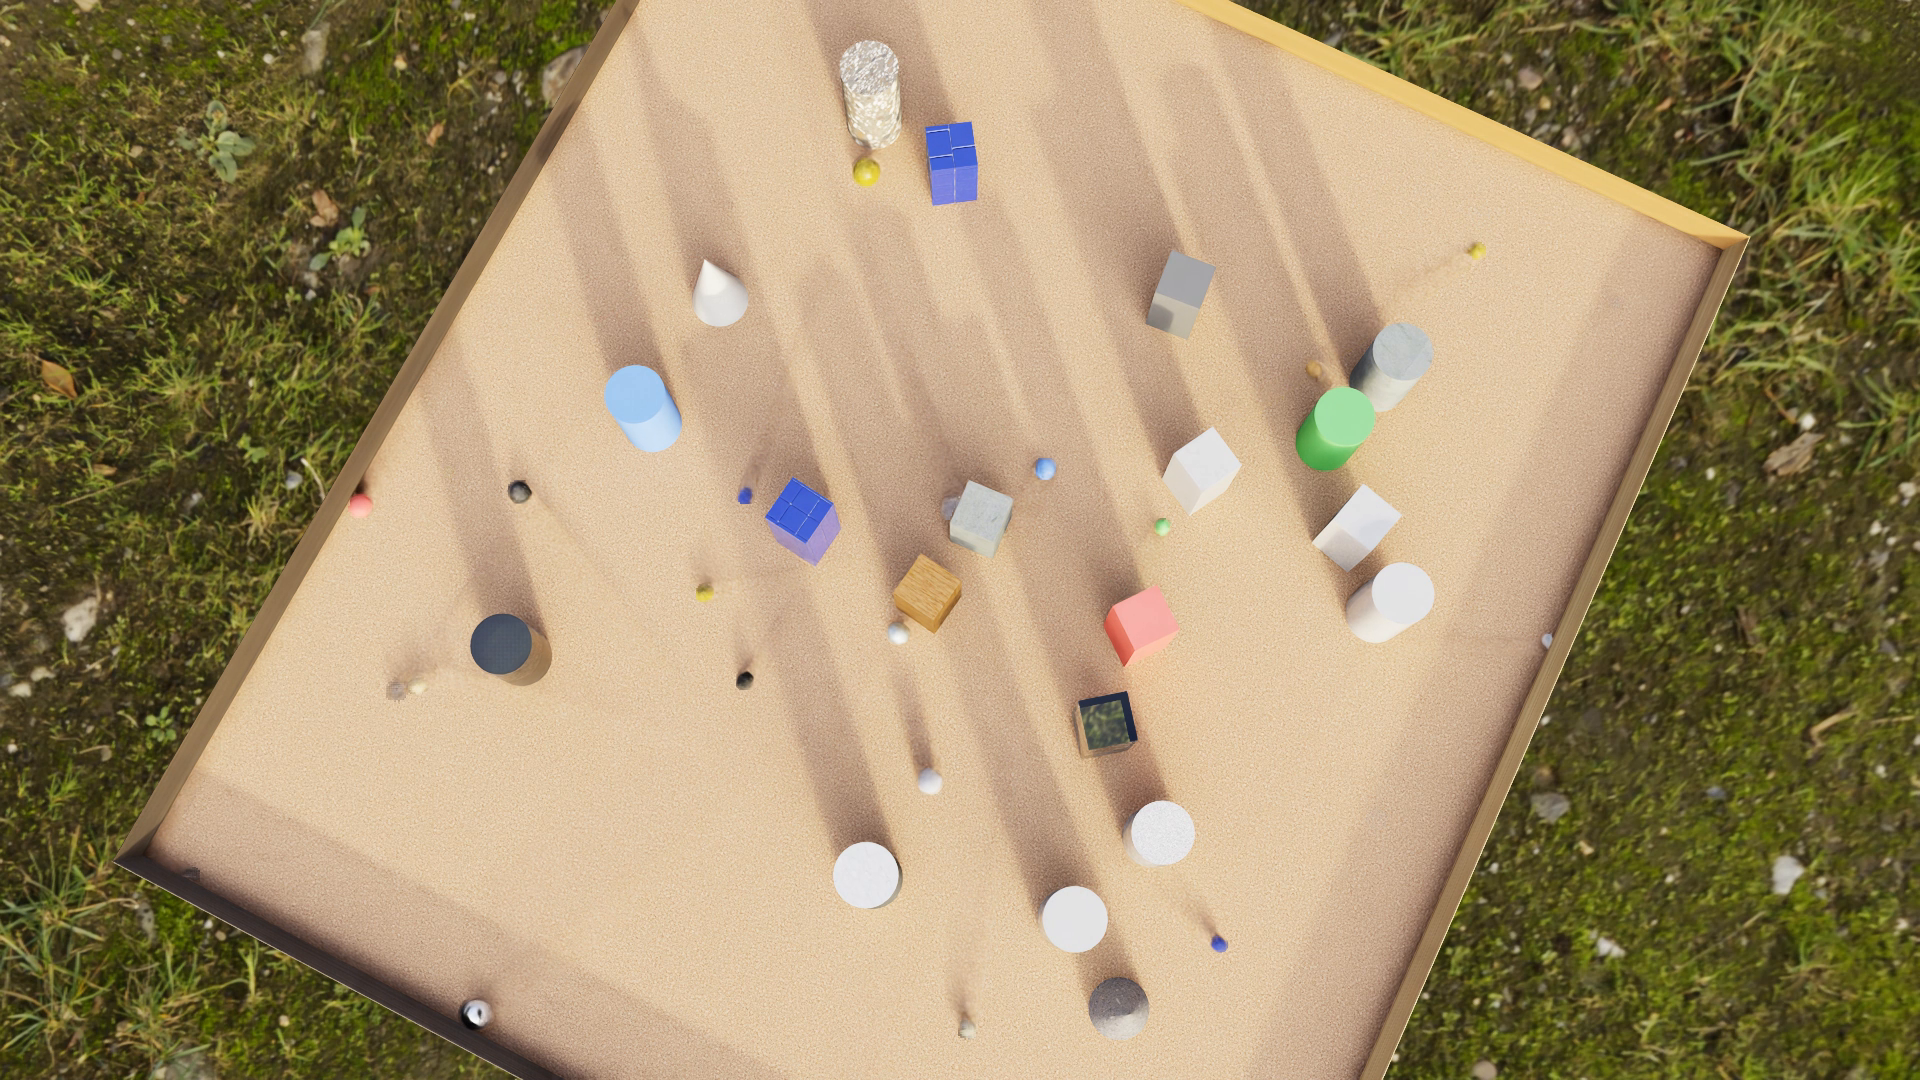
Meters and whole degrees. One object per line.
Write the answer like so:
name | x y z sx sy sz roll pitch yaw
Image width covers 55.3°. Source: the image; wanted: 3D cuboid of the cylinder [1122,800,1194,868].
cylinder | 0.570 0.851 5.288 0.178 0.298 0.178 0 78 0

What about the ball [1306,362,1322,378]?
ball | 1.103 -0.529 5.701 0.048 0.048 0.048 0 78 0

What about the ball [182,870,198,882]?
ball | -2.264 0.991 5.388 0.045 0.045 0.045 0 78 0

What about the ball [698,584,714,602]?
ball | -0.771 0.161 5.557 0.051 0.051 0.051 0 78 0

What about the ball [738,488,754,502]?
ball | -0.658 -0.137 5.622 0.045 0.045 0.045 0 78 0

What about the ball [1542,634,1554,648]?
ball | 1.778 0.306 5.532 0.041 0.041 0.041 0 78 0

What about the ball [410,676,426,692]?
ball | -1.628 0.435 5.502 0.048 0.048 0.048 0 78 0

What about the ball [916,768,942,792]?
ball | -0.091 0.712 5.431 0.074 0.074 0.074 0 78 0

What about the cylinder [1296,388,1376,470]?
cylinder | 1.129 -0.331 5.525 0.178 0.312 0.178 0 78 0

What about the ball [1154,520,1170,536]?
ball | 0.618 -0.037 5.601 0.045 0.045 0.045 0 78 0

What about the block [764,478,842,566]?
block | -0.462 -0.050 5.446 0.142 0.354 0.142 33 80 6

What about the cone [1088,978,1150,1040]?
cone | 0.463 1.330 5.169 0.178 0.337 0.178 0 78 0

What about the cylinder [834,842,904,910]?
cylinder | -0.257 0.956 5.202 0.178 0.425 0.178 0 78 0

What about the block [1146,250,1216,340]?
block | 0.674 -0.748 5.617 0.142 0.300 0.142 22 79 4

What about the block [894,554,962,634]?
block | -0.095 0.162 5.447 0.142 0.266 0.142 34 80 7

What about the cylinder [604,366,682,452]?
cylinder | -0.952 -0.393 5.528 0.178 0.332 0.178 0 78 0

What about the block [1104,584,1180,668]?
block | 0.529 0.256 5.382 0.142 0.356 0.142 -25 79 -5

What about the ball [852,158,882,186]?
ball | -0.295 -1.169 5.812 0.089 0.089 0.089 0 78 0

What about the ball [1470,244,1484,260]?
ball | 1.630 -0.909 5.780 0.047 0.047 0.047 0 78 0

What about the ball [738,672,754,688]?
ball | -0.644 0.422 5.504 0.050 0.050 0.050 0 78 0

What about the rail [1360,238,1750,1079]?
rail | 1.561 0.770 5.397 0.045 0.116 3.908 26 80 5

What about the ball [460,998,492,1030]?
ball | -1.396 1.368 5.289 0.088 0.088 0.088 0 78 0

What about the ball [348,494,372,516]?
ball | -1.832 -0.108 5.603 0.070 0.070 0.070 0 78 0

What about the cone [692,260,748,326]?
cone | -0.756 -0.794 5.596 0.178 0.360 0.178 0 78 0

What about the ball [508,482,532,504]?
ball | -1.348 -0.144 5.611 0.068 0.068 0.068 0 78 0

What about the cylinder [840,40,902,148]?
cylinder | -0.274 -1.380 5.702 0.178 0.390 0.178 0 78 0

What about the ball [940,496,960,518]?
ball | -0.025 -0.099 5.602 0.068 0.068 0.068 0 78 0

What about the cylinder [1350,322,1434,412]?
cylinder | 1.303 -0.520 5.552 0.178 0.336 0.178 0 78 0

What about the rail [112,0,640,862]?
rail | -1.561 -0.758 5.713 0.045 0.116 3.908 26 80 5

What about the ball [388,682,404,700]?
ball | -1.692 0.452 5.497 0.050 0.050 0.050 0 78 0

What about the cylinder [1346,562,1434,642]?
cylinder | 1.260 0.188 5.390 0.178 0.367 0.178 0 78 0

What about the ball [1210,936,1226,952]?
ball | 0.753 1.178 5.351 0.043 0.043 0.043 0 78 0

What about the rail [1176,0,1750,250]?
rail | 0.863 -1.685 5.904 3.538 0.116 0.045 26 80 5

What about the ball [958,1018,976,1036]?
ball | 0.021 1.411 5.299 0.050 0.050 0.050 0 78 0

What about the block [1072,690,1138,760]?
block | 0.418 0.543 5.338 0.142 0.325 0.142 -11 79 -2

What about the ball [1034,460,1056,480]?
ball | 0.262 -0.216 5.628 0.064 0.064 0.064 0 78 0

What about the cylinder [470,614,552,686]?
cylinder | -1.322 0.327 5.411 0.178 0.269 0.178 0 78 0

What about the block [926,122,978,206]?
block | -0.026 -1.171 5.715 0.142 0.280 0.142 -8 78 -2

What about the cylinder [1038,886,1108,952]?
cylinder | 0.315 1.077 5.203 0.178 0.374 0.178 0 78 0

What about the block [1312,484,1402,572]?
block | 1.177 -0.032 5.454 0.142 0.330 0.142 40 81 8

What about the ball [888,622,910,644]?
ball | -0.184 0.281 5.524 0.067 0.067 0.067 0 78 0

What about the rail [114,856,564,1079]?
rail | -0.863 1.697 5.206 3.538 0.116 0.045 26 80 5

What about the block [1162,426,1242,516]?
block | 0.722 -0.203 5.494 0.142 0.321 0.142 -34 80 -7

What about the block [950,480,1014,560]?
block | 0.064 -0.058 5.495 0.142 0.261 0.142 23 79 5
